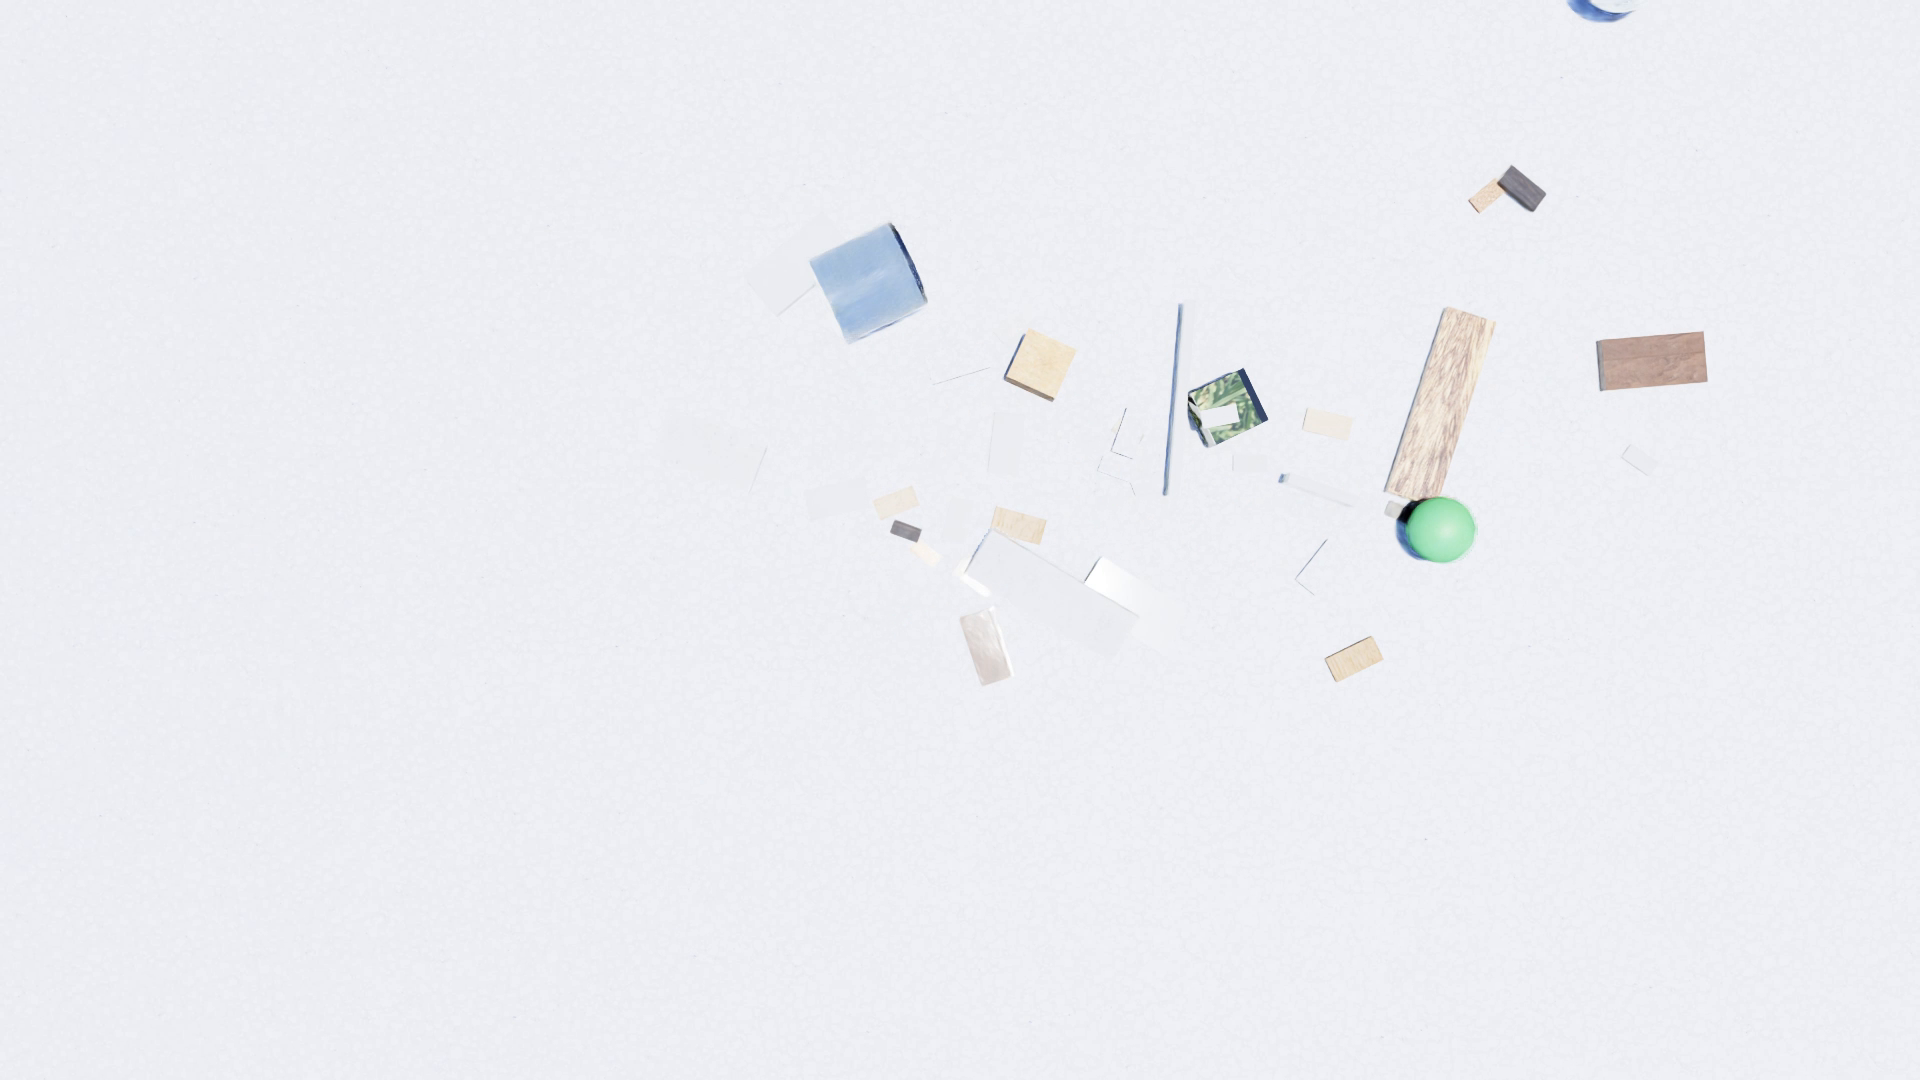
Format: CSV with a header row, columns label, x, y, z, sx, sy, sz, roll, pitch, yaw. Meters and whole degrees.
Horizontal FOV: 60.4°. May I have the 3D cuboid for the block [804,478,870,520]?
label,x,y,z,sx,sy,sz,roll,pitch,yaw
block,-0.409,-0.136,5.486,0.202,0.029,0.101,-12,90,0

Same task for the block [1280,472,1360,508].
label,x,y,z,sx,sy,sz,roll,pitch,yaw
block,1.186,-0.164,5.441,0.238,0.119,0.034,20,90,0

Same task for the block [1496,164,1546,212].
label,x,y,z,sx,sy,sz,roll,pitch,yaw
block,1.866,-1.168,5.480,0.154,0.022,0.077,39,80,-2

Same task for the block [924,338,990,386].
label,x,y,z,sx,sy,sz,roll,pitch,yaw
block,-0.009,-0.593,5.486,0.202,0.029,0.101,-17,90,0

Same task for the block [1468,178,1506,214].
label,x,y,z,sx,sy,sz,roll,pitch,yaw
block,1.756,-1.146,5.492,0.116,0.016,0.058,-40,90,0

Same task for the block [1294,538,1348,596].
label,x,y,z,sx,sy,sz,roll,pitch,yaw
block,1.203,0.091,5.488,0.087,0.025,0.174,39,90,0

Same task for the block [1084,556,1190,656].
label,x,y,z,sx,sy,sz,roll,pitch,yaw
block,0.570,0.217,5.476,0.344,0.049,0.172,32,90,0

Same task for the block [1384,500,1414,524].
label,x,y,z,sx,sy,sz,roll,pitch,yaw
block,1.468,-0.091,5.493,0.103,0.015,0.051,20,90,0

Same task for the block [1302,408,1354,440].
label,x,y,z,sx,sy,sz,roll,pitch,yaw
block,1.223,-0.386,5.489,0.154,0.022,0.077,13,90,0

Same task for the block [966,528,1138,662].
label,x,y,z,sx,sy,sz,roll,pitch,yaw
block,0.302,0.181,5.411,0.562,0.049,0.172,31,97,-4

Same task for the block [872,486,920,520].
label,x,y,z,sx,sy,sz,roll,pitch,yaw
block,-0.212,-0.123,5.490,0.141,0.020,0.071,-21,90,0

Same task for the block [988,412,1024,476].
label,x,y,z,sx,sy,sz,roll,pitch,yaw
block,0.154,-0.319,5.486,0.101,0.029,0.203,6,90,0

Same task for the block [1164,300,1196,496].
label,x,y,z,sx,sy,sz,roll,pitch,yaw
block,0.727,-0.465,5.441,0.034,0.119,0.641,5,90,0

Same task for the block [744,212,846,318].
label,x,y,z,sx,sy,sz,roll,pitch,yaw
block,-0.532,-0.915,5.476,0.338,0.048,0.169,-40,90,0

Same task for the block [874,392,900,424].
label,x,y,z,sx,sy,sz,roll,pitch,yaw
block,-0.244,-0.438,5.493,0.050,0.014,0.099,-30,90,0

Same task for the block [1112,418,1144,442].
label,x,y,z,sx,sy,sz,roll,pitch,yaw
block,0.559,-0.356,5.493,0.103,0.015,0.051,36,90,0

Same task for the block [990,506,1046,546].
label,x,y,z,sx,sy,sz,roll,pitch,yaw
block,0.193,-0.047,5.488,0.174,0.025,0.087,15,90,0

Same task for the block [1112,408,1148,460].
label,x,y,z,sx,sy,sz,roll,pitch,yaw
block,0.565,-0.354,5.475,0.077,0.022,0.154,20,90,0

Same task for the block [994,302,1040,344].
label,x,y,z,sx,sy,sz,roll,pitch,yaw
block,0.187,-0.722,5.492,0.153,0.016,0.058,-40,90,0

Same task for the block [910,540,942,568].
label,x,y,z,sx,sy,sz,roll,pitch,yaw
block,-0.114,0.043,5.493,0.099,0.014,0.050,38,90,0

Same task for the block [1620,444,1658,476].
label,x,y,z,sx,sy,sz,roll,pitch,yaw
block,2.263,-0.266,5.492,0.110,0.016,0.055,35,90,0

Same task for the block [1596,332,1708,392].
label,x,y,z,sx,sy,sz,roll,pitch,yaw
block,2.297,-0.592,5.476,0.338,0.048,0.169,-5,90,0

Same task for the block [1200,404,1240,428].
label,x,y,z,sx,sy,sz,roll,pitch,yaw
block,0.834,-0.397,5.304,0.116,0.016,0.058,-12,90,0

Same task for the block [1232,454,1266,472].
label,x,y,z,sx,sy,sz,roll,pitch,yaw
block,0.965,-0.256,5.492,0.110,0.016,0.055,1,90,0

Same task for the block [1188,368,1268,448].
label,x,y,z,sx,sy,sz,roll,pitch,yaw
block,0.870,-0.431,5.406,0.188,0.188,0.188,-26,90,0

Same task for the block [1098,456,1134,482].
label,x,y,z,sx,sy,sz,roll,pitch,yaw
block,0.518,-0.237,5.492,0.110,0.016,0.055,20,90,0

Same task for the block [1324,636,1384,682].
label,x,y,z,sx,sy,sz,roll,pitch,yaw
block,1.311,0.396,5.488,0.174,0.025,0.087,-26,90,0

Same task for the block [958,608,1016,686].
label,x,y,z,sx,sy,sz,roll,pitch,yaw
block,0.090,0.355,5.483,0.119,0.034,0.238,-18,90,0

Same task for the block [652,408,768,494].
label,x,y,z,sx,sy,sz,roll,pitch,yaw
block,-0.831,-0.295,5.476,0.344,0.049,0.172,21,90,0

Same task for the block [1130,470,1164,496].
label,x,y,z,sx,sy,sz,roll,pitch,yaw
block,0.623,-0.187,5.493,0.103,0.015,0.051,-21,90,0

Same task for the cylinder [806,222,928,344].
label,x,y,z,sx,sy,sz,roll,pitch,yaw
cylinder,-0.299,-0.834,5.345,0.296,0.296,0.296,-26,90,-3

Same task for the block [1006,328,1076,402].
label,x,y,z,sx,sy,sz,roll,pitch,yaw
block,0.265,-0.572,5.414,0.172,0.172,0.172,25,90,0

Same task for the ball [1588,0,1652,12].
label,x,y,z,sx,sy,sz,roll,pitch,yaw
ball,2.155,-1.866,5.352,0.296,0.296,0.296,0,90,0

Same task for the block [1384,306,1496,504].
label,x,y,z,sx,sy,sz,roll,pitch,yaw
block,1.594,-0.440,5.476,0.169,0.048,0.647,18,90,0

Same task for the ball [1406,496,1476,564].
label,x,y,z,sx,sy,sz,roll,pitch,yaw
ball,1.566,-0.033,5.373,0.216,0.216,0.216,0,90,0

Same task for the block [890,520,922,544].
label,x,y,z,sx,sy,sz,roll,pitch,yaw
block,-0.179,-0.029,5.485,0.099,0.014,0.050,20,88,8

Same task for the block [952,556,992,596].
label,x,y,z,sx,sy,sz,roll,pitch,yaw
block,0.050,0.122,5.490,0.141,0.020,0.071,35,90,0

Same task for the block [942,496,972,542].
label,x,y,z,sx,sy,sz,roll,pitch,yaw
block,-0.009,-0.067,5.490,0.071,0.020,0.141,14,90,0
